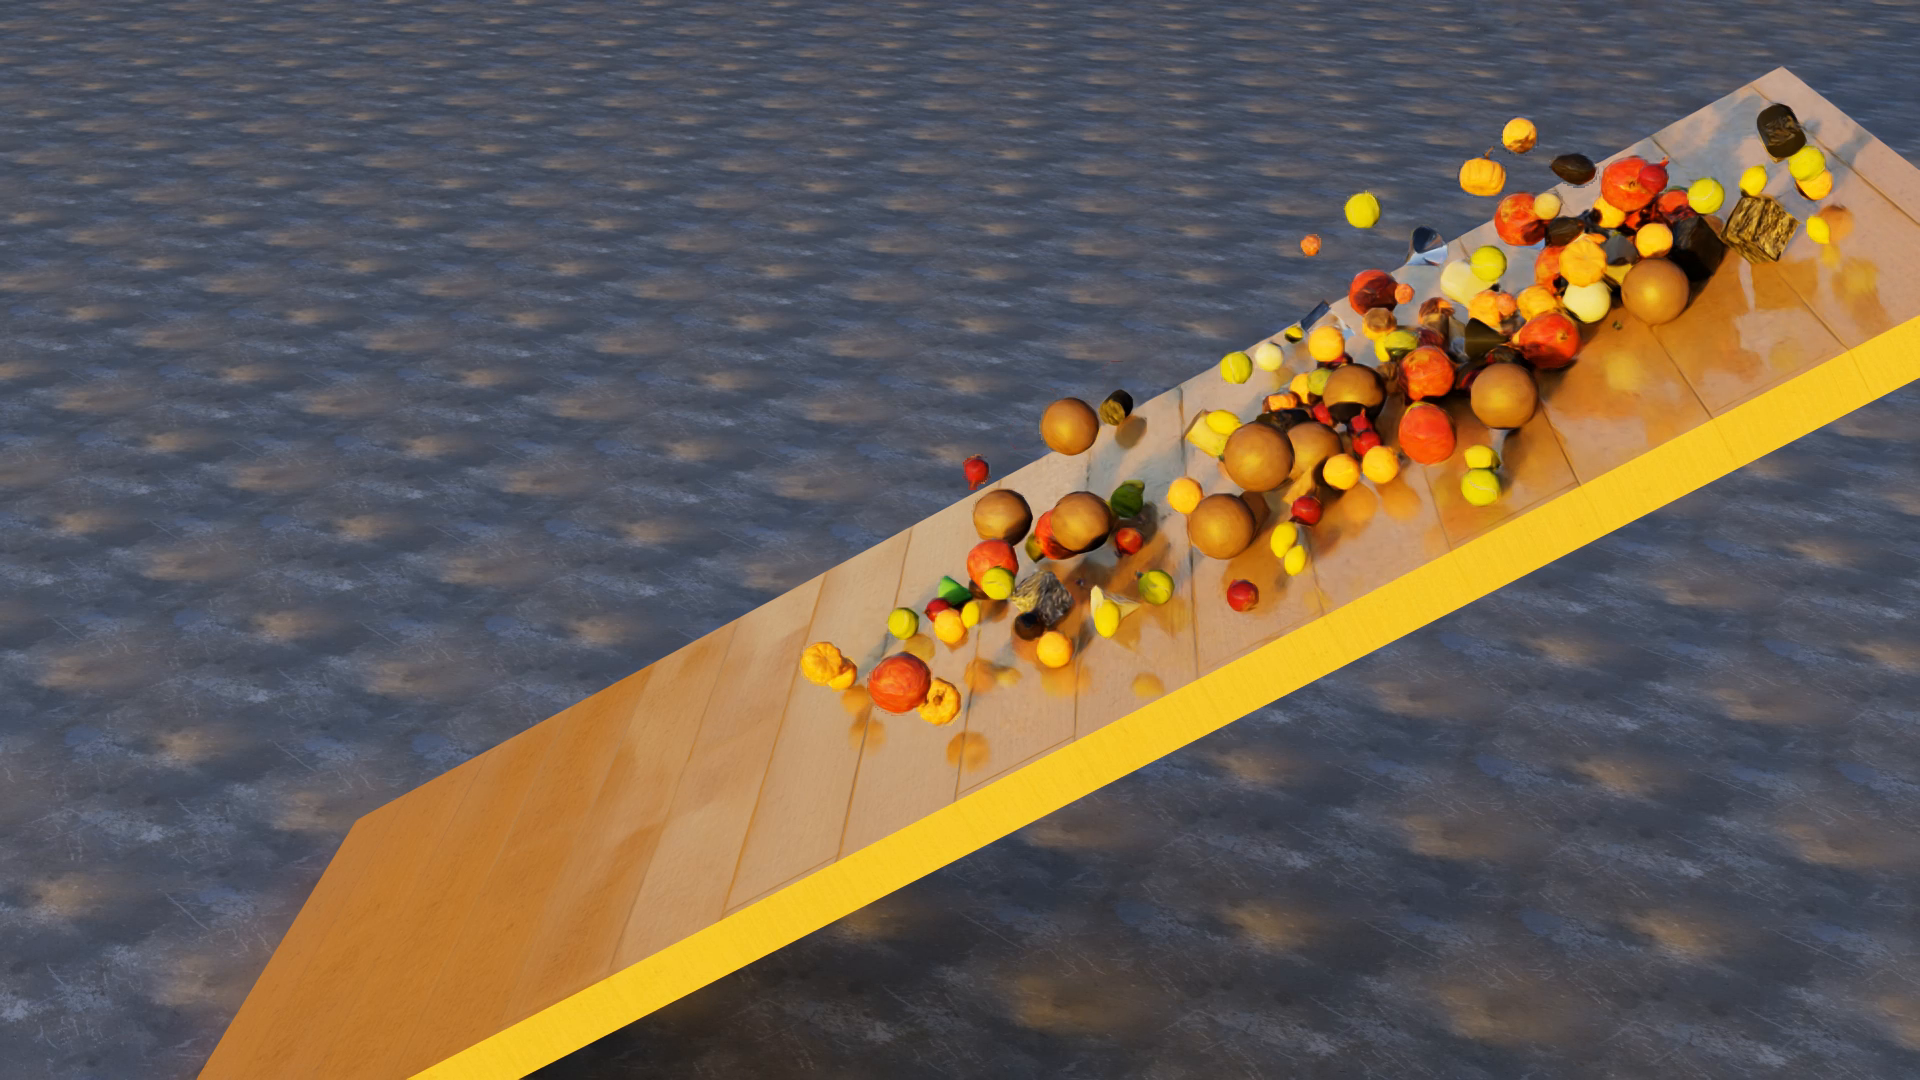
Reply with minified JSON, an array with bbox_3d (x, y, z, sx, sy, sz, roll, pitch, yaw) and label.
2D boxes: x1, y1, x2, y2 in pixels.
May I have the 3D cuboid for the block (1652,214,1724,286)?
[{"bbox_3d":[1.425,-0.567,5.759,0.086,0.086,0.086,-15,42,46],"label":"block"}]

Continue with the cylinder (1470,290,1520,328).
[{"bbox_3d":[1.113,-0.465,6.105,0.081,0.081,0.081,-27,13,14],"label":"cylinder"}]

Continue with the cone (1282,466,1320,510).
[{"bbox_3d":[0.672,-0.109,5.721,0.079,0.079,0.079,13,13,-3],"label":"cone"}]

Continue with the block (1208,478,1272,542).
[{"bbox_3d":[0.556,-0.060,5.855,0.080,0.080,0.080,-22,17,31],"label":"block"}]

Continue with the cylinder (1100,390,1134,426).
[{"bbox_3d":[0.378,-0.320,7.109,0.065,0.065,0.065,7,27,20],"label":"cylinder"}]

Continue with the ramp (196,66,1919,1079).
[{"bbox_3d":[0.142,0.167,6.284,4.000,0.100,2.000,-28,15,12],"label":"ramp"}]

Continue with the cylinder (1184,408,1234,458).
[{"bbox_3d":[0.528,-0.229,6.260,0.076,0.076,0.076,34,19,-5],"label":"cylinder"}]

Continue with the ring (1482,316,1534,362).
[{"bbox_3d":[1.113,-0.410,5.993,0.126,0.042,0.126,-31,15,10],"label":"ring"}]

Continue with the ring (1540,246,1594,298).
[{"bbox_3d":[1.276,-0.561,6.132,0.148,0.049,0.148,-28,27,16],"label":"ring"}]

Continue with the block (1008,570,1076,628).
[{"bbox_3d":[0.167,0.120,6.001,0.082,0.082,0.082,-43,17,-15],"label":"block"}]

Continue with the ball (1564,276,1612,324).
[{"bbox_3d":[1.226,-0.471,5.746,0.093,0.093,0.093,0,18,0],"label":"ball"}]

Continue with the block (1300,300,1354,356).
[{"bbox_3d":[0.788,-0.455,6.319,0.072,0.072,0.072,41,11,-29],"label":"block"}]

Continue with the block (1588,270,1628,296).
[{"bbox_3d":[1.311,-0.525,5.963,0.053,0.053,0.053,-17,18,42],"label":"block"}]

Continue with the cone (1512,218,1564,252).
[{"bbox_3d":[1.189,-0.627,6.110,0.096,0.096,0.096,-21,22,-9],"label":"cone"}]

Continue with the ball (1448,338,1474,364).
[{"bbox_3d":[1.026,-0.387,6.010,0.056,0.056,0.056,0,18,0],"label":"ball"}]

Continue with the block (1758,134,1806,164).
[{"bbox_3d":[1.585,-0.773,5.669,0.063,0.063,0.063,-30,-10,6],"label":"block"}]

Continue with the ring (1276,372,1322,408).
[{"bbox_3d":[0.747,-0.332,6.480,0.113,0.038,0.113,-29,15,9],"label":"ring"}]

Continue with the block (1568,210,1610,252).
[{"bbox_3d":[1.300,-0.638,6.077,0.055,0.055,0.055,15,51,-30],"label":"block"}]

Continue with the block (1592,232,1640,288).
[{"bbox_3d":[1.290,-0.549,5.779,0.065,0.065,0.065,-29,40,36],"label":"block"}]

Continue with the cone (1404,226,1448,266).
[{"bbox_3d":[0.937,-0.584,6.038,0.089,0.089,0.089,-14,-15,-35],"label":"cone"}]

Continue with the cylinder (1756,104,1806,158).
[{"bbox_3d":[1.550,-0.772,5.557,0.072,0.072,0.072,-3,48,-8],"label":"cylinder"}]

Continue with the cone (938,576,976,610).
[{"bbox_3d":[0.002,0.119,6.455,0.077,0.077,0.077,5,19,20],"label":"cone"}]

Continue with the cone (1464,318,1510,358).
[{"bbox_3d":[1.057,-0.398,5.836,0.083,0.083,0.083,7,18,37],"label":"cone"}]

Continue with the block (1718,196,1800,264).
[{"bbox_3d":[1.526,-0.593,5.621,0.089,0.089,0.089,34,-9,-18],"label":"block"}]

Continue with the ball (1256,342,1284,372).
[{"bbox_3d":[0.715,-0.423,6.786,0.068,0.068,0.068,0,18,0],"label":"ball"}]

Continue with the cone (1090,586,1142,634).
[{"bbox_3d":[0.315,0.132,5.767,0.093,0.093,0.093,-6,19,-16],"label":"cone"}]

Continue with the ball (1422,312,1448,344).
[{"bbox_3d":[1.019,-0.453,6.284,0.066,0.066,0.066,0,18,0],"label":"ball"}]

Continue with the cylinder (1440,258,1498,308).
[{"bbox_3d":[1.068,-0.535,6.164,0.087,0.087,0.087,-8,25,-22],"label":"cylinder"}]

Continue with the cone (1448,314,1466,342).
[{"bbox_3d":[1.046,-0.451,6.208,0.067,0.067,0.067,-31,9,5],"label":"cone"}]

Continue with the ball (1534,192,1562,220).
[{"bbox_3d":[1.168,-0.665,5.848,0.056,0.056,0.056,0,18,0],"label":"ball"}]
